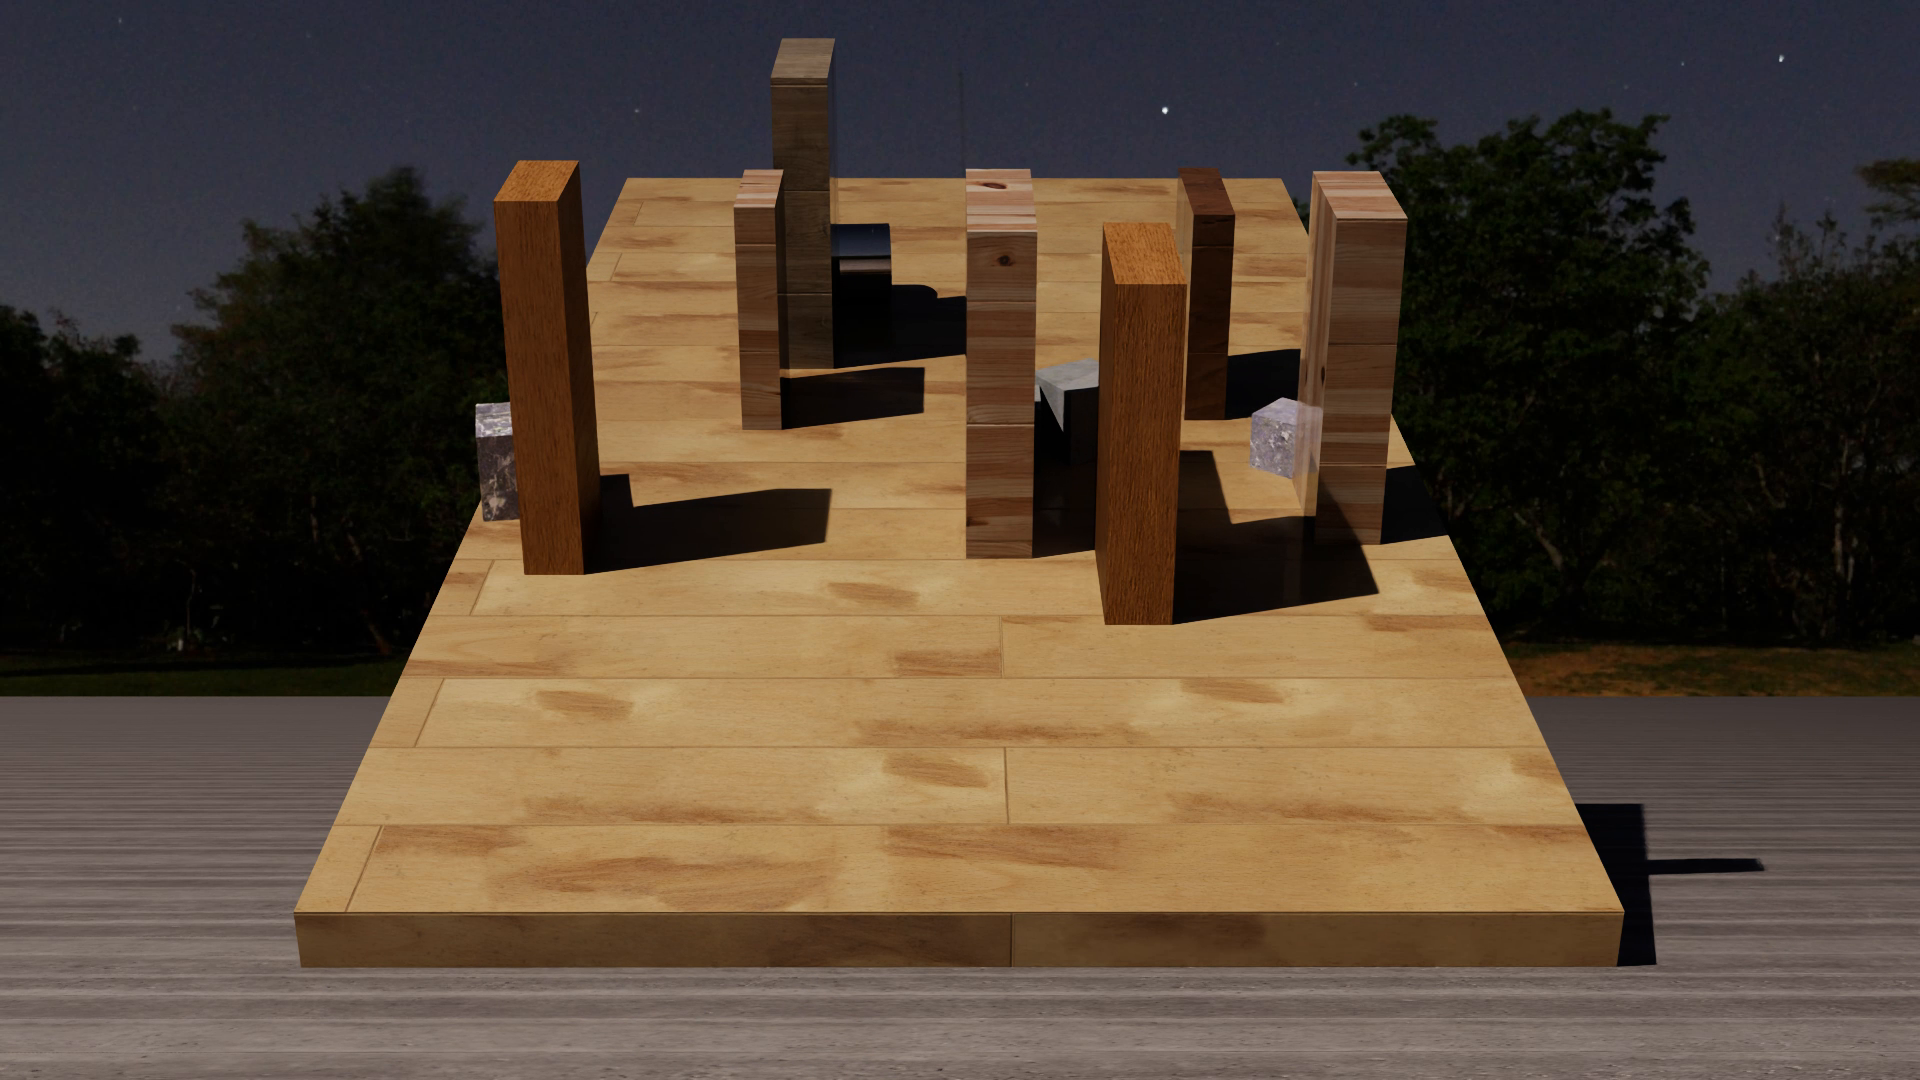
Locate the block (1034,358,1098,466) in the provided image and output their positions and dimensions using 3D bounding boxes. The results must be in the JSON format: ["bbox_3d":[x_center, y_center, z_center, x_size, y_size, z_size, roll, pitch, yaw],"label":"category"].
[{"bbox_3d":[0.266,-0.284,5.150,0.166,0.166,0.166,-14,28,-29],"label":"block"}]

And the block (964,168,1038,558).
[{"bbox_3d":[0.078,-0.359,4.702,0.131,0.675,0.430,0,25,0],"label":"block"}]

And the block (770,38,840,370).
[{"bbox_3d":[-0.369,-0.818,5.662,0.130,0.708,0.408,0,25,0],"label":"block"}]

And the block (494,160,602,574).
[{"bbox_3d":[-0.795,-0.332,4.542,0.117,0.755,0.276,0,25,0],"label":"block"}]

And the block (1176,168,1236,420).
[{"bbox_3d":[0.557,-0.572,5.398,0.092,0.486,0.381,0,25,0],"label":"block"}]

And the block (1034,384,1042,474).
[{"bbox_3d":[0.099,-0.241,5.075,0.149,0.149,0.149,0,25,0],"label":"block"}]

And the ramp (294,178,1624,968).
[{"bbox_3d":[-0.009,-0.229,5.348,2.000,0.100,4.000,0,25,0],"label":"ramp"}]

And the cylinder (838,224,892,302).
[{"bbox_3d":[-0.283,-0.718,6.051,0.202,0.202,0.202,-2,-4,-4],"label":"cylinder"}]

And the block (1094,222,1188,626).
[{"bbox_3d":[0.335,-0.222,4.410,0.126,0.670,0.369,0,25,0],"label":"block"}]

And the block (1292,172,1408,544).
[{"bbox_3d":[0.780,-0.368,4.716,0.134,0.682,0.326,0,25,0],"label":"block"}]

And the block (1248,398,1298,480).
[{"bbox_3d":[0.716,-0.219,5.060,0.125,0.125,0.125,18,30,34],"label":"block"}]

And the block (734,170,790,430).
[{"bbox_3d":[-0.447,-0.547,5.297,0.089,0.518,0.301,0,25,0],"label":"block"}]

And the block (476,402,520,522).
[{"bbox_3d":[-0.905,-0.168,4.864,0.188,0.188,0.188,-4,25,-10],"label":"block"}]
